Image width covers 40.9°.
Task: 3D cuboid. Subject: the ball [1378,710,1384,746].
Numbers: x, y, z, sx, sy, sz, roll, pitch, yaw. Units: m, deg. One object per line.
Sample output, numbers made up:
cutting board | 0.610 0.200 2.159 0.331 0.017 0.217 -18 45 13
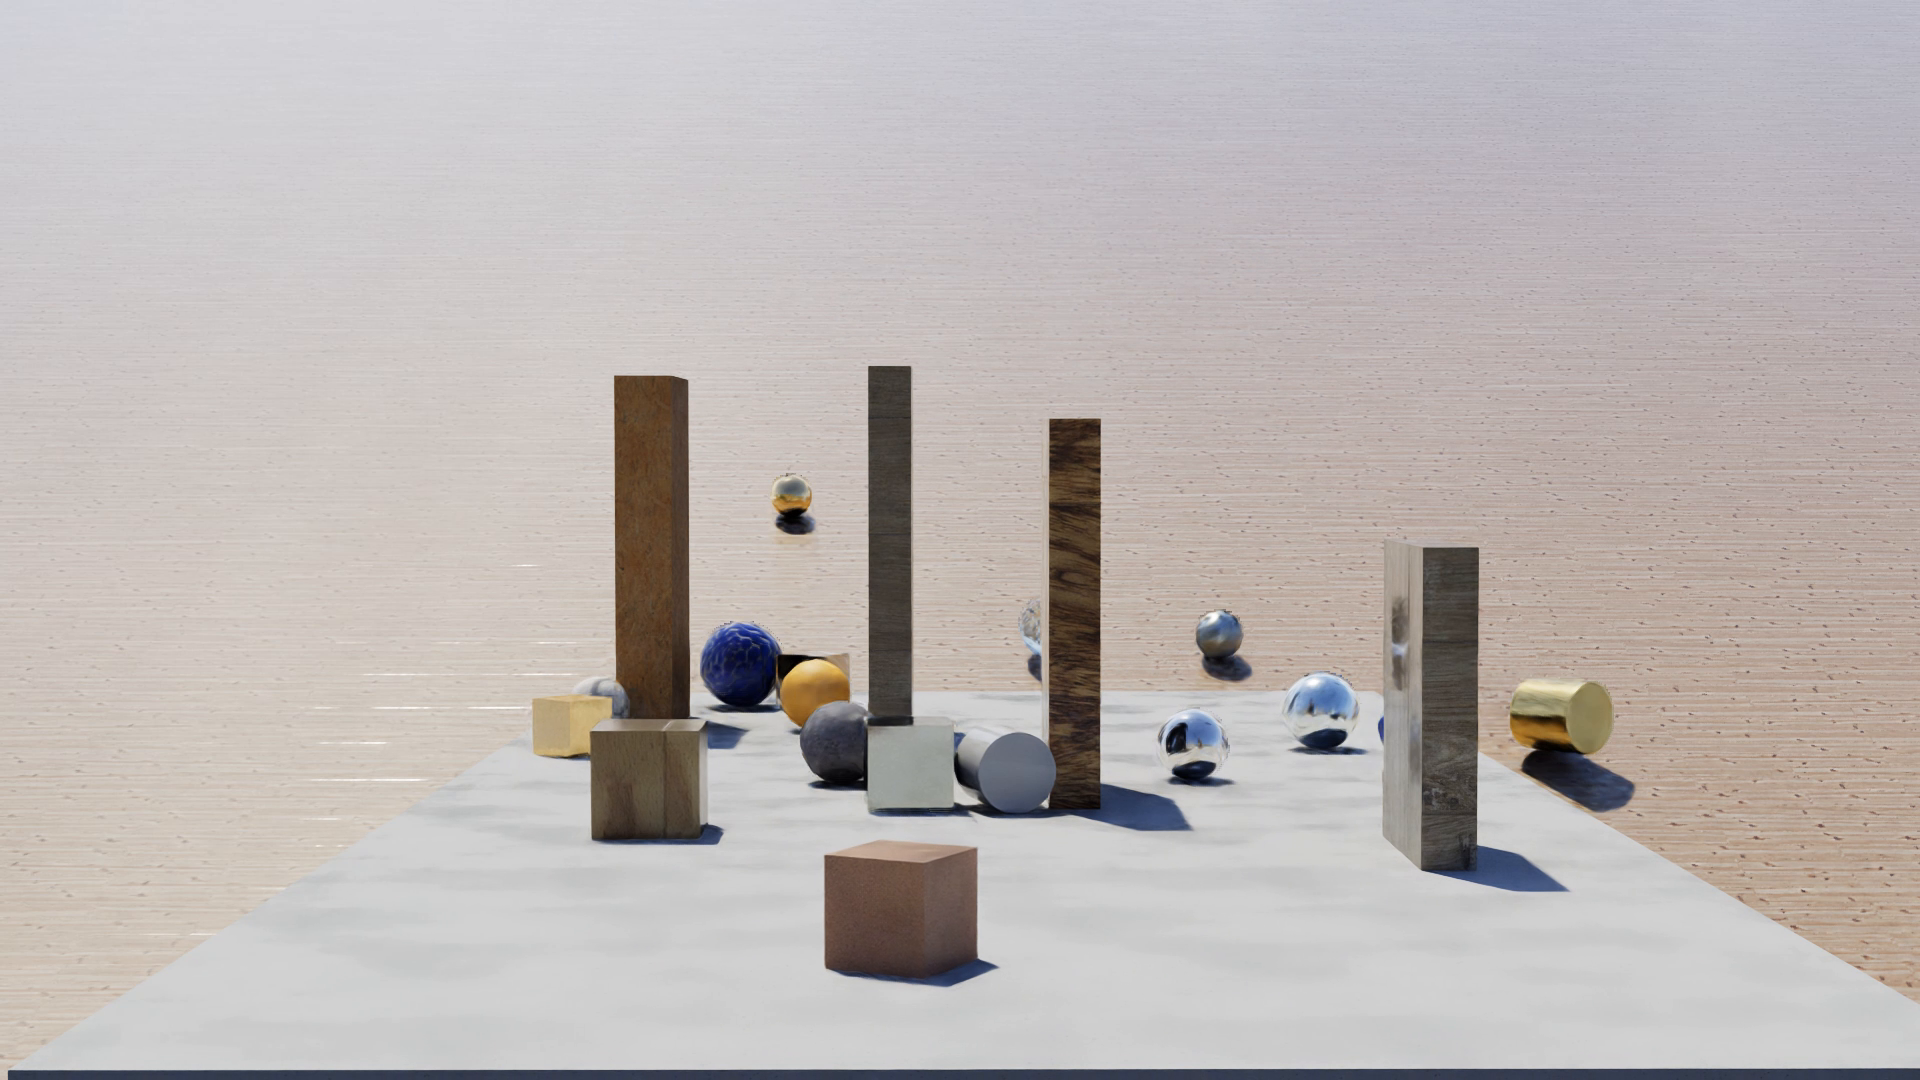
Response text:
ball | 0.888 0.366 5.028 0.142 0.142 0.142 0 24 0

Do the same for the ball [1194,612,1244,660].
ball | 0.694 0.255 6.902 0.129 0.129 0.129 0 24 0

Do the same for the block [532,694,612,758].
block | -0.782 0.375 5.204 0.113 0.113 0.113 2 3 40

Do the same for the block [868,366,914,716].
block | -0.150 0.020 5.643 0.092 0.793 0.258 0 2 0

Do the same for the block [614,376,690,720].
block | -0.684 0.026 5.743 0.122 0.774 0.367 0 2 0

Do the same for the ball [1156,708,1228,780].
ball | 0.431 0.380 4.788 0.132 0.132 0.132 0 24 0

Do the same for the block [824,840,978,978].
block | -0.069 0.438 3.074 0.134 0.134 0.134 1 2 28

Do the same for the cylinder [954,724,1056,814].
cylinder | 0.076 0.390 4.403 0.138 0.138 0.138 -8 4 -17

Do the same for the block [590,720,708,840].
block | -0.498 0.383 4.144 0.171 0.171 0.171 0 2 -2

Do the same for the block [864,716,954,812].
block | -0.089 0.385 4.427 0.147 0.147 0.147 0 2 -5

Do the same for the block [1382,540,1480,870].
block | 0.711 0.240 3.911 0.081 0.471 0.339 0 2 0

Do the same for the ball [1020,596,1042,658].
ball | 0.247 0.232 6.896 0.175 0.175 0.175 0 24 0

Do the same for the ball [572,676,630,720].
ball | -0.771 0.356 5.506 0.130 0.130 0.130 0 24 0

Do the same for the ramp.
ramp | 0.056 0.504 4.548 2.000 0.100 4.000 0 2 0

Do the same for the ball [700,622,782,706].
ball | -0.522 0.298 6.157 0.202 0.202 0.202 0 24 0

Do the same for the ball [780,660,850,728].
ball | -0.316 0.339 5.642 0.155 0.155 0.155 0 24 0

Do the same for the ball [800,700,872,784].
ball | -0.218 0.372 4.741 0.151 0.151 0.151 0 24 0

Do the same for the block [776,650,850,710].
block | -0.349 0.335 6.134 0.129 0.129 0.129 1 2 23

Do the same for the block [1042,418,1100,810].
block | 0.195 0.120 4.577 0.088 0.666 0.385 0 2 0

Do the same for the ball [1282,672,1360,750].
ball | 0.740 0.351 5.279 0.156 0.156 0.156 0 24 0

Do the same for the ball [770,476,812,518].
ball | -0.509 -0.132 7.762 0.126 0.126 0.126 0 24 0

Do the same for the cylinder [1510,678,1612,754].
cylinder | 1.488 0.435 6.380 0.178 0.178 0.178 -19 13 -36
